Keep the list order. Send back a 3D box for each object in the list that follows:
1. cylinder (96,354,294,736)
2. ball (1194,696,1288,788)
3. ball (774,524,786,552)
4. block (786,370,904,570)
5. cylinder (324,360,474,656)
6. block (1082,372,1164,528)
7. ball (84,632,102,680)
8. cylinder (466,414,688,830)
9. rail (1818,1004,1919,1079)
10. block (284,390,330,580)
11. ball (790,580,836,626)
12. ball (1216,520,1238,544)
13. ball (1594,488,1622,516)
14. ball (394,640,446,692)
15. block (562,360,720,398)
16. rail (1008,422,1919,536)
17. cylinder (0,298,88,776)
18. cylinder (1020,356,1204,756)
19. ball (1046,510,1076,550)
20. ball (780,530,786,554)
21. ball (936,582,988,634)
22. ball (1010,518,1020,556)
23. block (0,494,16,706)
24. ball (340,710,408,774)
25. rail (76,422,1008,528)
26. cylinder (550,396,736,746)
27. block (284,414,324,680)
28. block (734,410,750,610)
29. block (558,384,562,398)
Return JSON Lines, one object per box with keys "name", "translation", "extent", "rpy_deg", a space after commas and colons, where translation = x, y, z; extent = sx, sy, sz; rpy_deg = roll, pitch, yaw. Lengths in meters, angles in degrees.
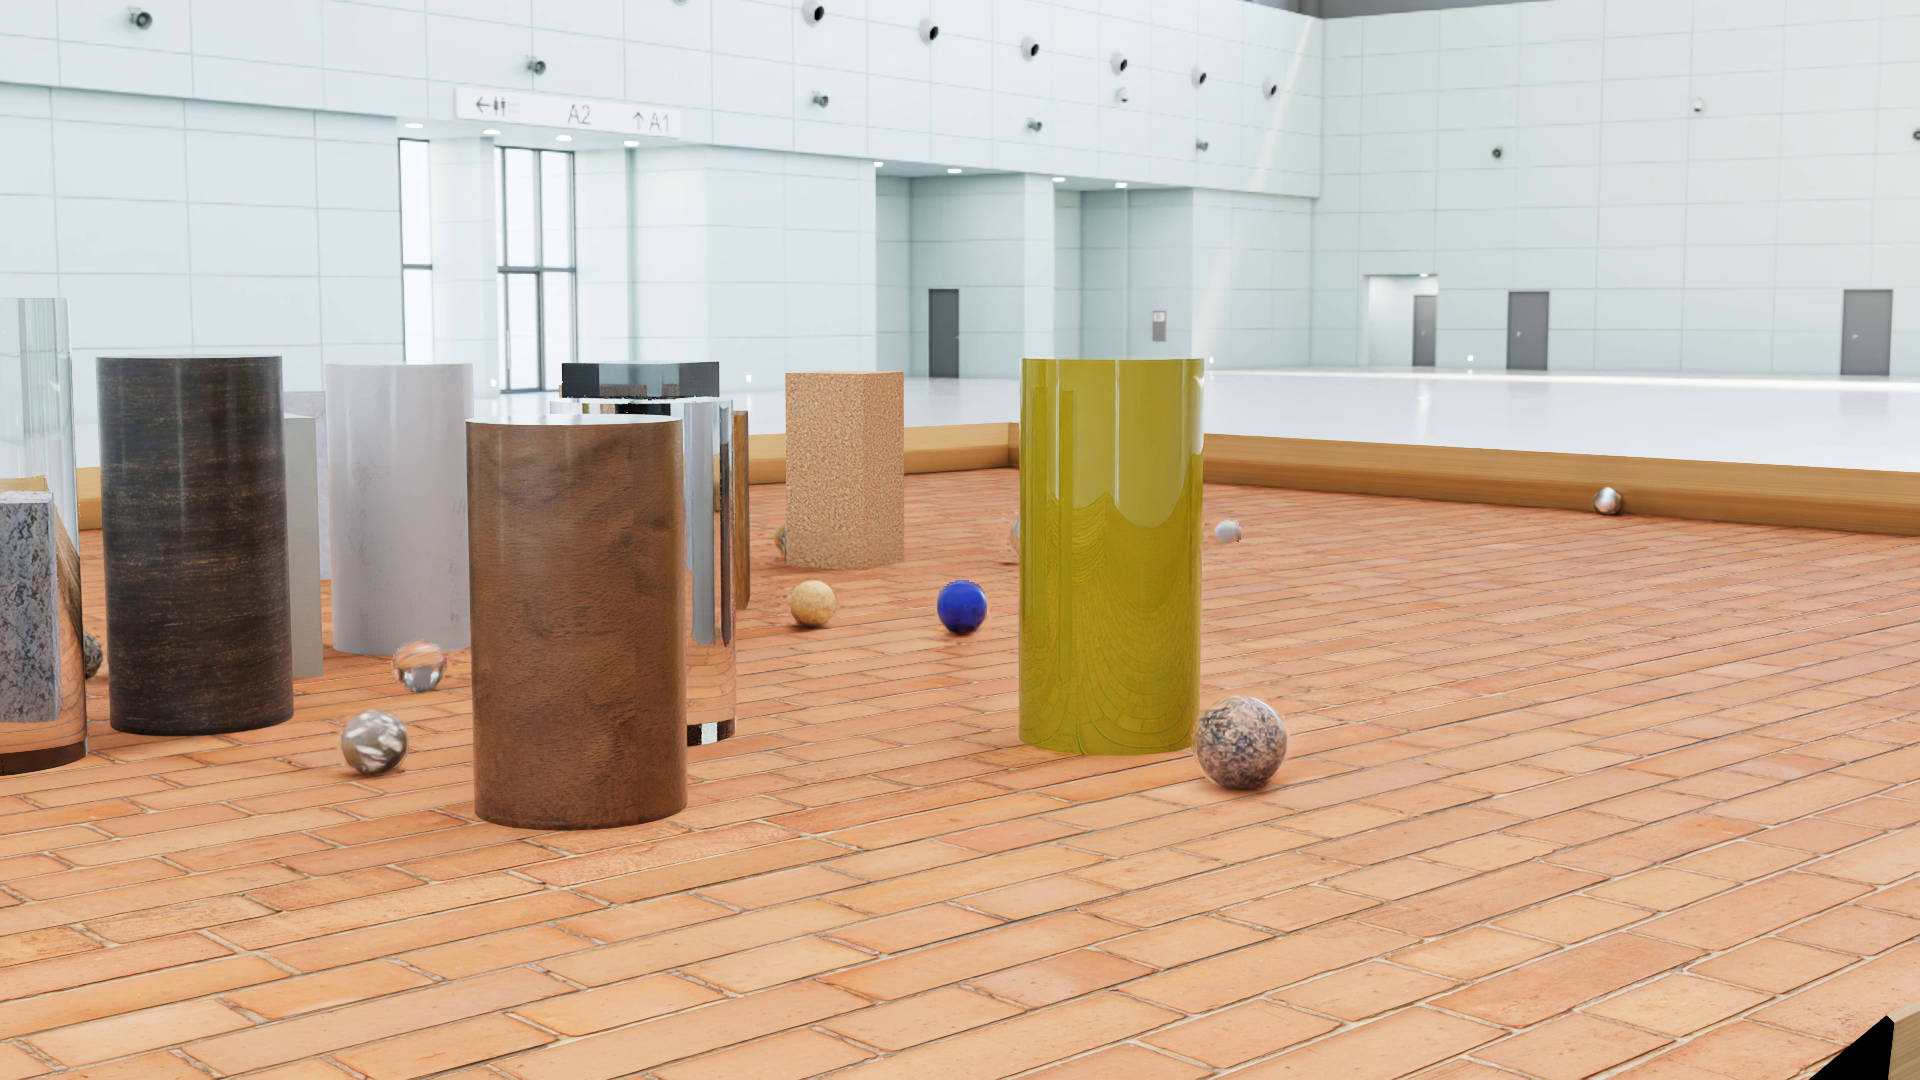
{"name": "cylinder", "translation": [-0.820, -0.001, 2.364], "extent": [0.189, 0.393, 0.189], "rpy_deg": [0, 6, 0]}
{"name": "ball", "translation": [0.260, 0.188, 2.041], "extent": [0.086, 0.086, 0.086], "rpy_deg": [0, 6, 0]}
{"name": "ball", "translation": [-0.309, -0.003, 3.985], "extent": [0.056, 0.056, 0.056], "rpy_deg": [0, 6, 0]}
{"name": "block", "translation": [-0.199, -0.124, 3.818], "extent": [0.151, 0.333, 0.151], "rpy_deg": [3, 7, 25]}
{"name": "cylinder", "translation": [-0.734, -0.047, 2.899], "extent": [0.189, 0.372, 0.189], "rpy_deg": [0, 6, 0]}
{"name": "block", "translation": [0.332, -0.185, 4.502], "extent": [0.151, 0.310, 0.151], "rpy_deg": [0, 6, -1]}
{"name": "ball", "translation": [-1.054, 0.138, 2.616], "extent": [0.064, 0.064, 0.064], "rpy_deg": [0, 6, 0]}
{"name": "cylinder", "translation": [-0.339, 0.066, 1.953], "extent": [0.189, 0.347, 0.189], "rpy_deg": [0, 6, 0]}
{"name": "rail", "translation": [1.345, 0.185, 1.883], "extent": [4.073, 0.122, 0.045], "rpy_deg": [-6, 8, -42]}
{"name": "block", "translation": [-1.074, -0.093, 3.664], "extent": [0.151, 0.304, 0.151], "rpy_deg": [-2, 7, -22]}
{"name": "ball", "translation": [-0.205, 0.089, 3.074], "extent": [0.065, 0.065, 0.065], "rpy_deg": [0, 6, 0]}
{"name": "ball", "translation": [0.505, -0.015, 4.158], "extent": [0.044, 0.044, 0.044], "rpy_deg": [0, 6, 0]}
{"name": "ball", "translation": [1.393, -0.083, 4.732], "extent": [0.058, 0.058, 0.058], "rpy_deg": [0, 6, 0]}
{"name": "ball", "translation": [-0.628, 0.146, 2.557], "extent": [0.060, 0.060, 0.060], "rpy_deg": [0, 6, 0]}
{"name": "block", "translation": [-0.422, -0.050, 2.931], "extent": [0.151, 0.372, 0.151], "rpy_deg": [3, 7, 23]}
{"name": "rail", "translation": [1.479, -0.112, 4.690], "extent": [0.045, 0.122, 4.014], "rpy_deg": [-6, 8, -42]}
{"name": "cylinder", "translation": [-0.963, -0.009, 2.152], "extent": [0.189, 0.453, 0.189], "rpy_deg": [0, 6, 0]}
{"name": "cylinder", "translation": [0.155, 0.009, 2.265], "extent": [0.189, 0.393, 0.189], "rpy_deg": [0, 6, 0]}
{"name": "ball", "translation": [0.173, -0.017, 4.022], "extent": [0.077, 0.077, 0.077], "rpy_deg": [0, 6, 0]}
{"name": "ball", "translation": [-0.291, 0.004, 3.907], "extent": [0.059, 0.059, 0.059], "rpy_deg": [0, 6, 0]}
{"name": "ball", "translation": [0.003, 0.093, 3.011], "extent": [0.071, 0.071, 0.071], "rpy_deg": [0, 6, 0]}
{"name": "ball", "translation": [0.134, -0.005, 3.835], "extent": [0.092, 0.092, 0.092], "rpy_deg": [0, 6, 0]}
{"name": "block", "translation": [-1.164, 0.071, 2.427], "extent": [0.151, 0.237, 0.151], "rpy_deg": [2, 6, 20]}
{"name": "ball", "translation": [-0.560, 0.193, 2.103], "extent": [0.062, 0.062, 0.062], "rpy_deg": [0, 6, 0]}
{"name": "rail", "translation": [-1.345, -0.121, 4.782], "extent": [4.073, 0.122, 0.045], "rpy_deg": [-6, 8, -42]}
{"name": "cylinder", "translation": [-0.330, 0.028, 2.295], "extent": [0.189, 0.349, 0.189], "rpy_deg": [0, 6, 0]}
{"name": "block", "translation": [-0.875, 0.007, 2.669], "extent": [0.151, 0.313, 0.151], "rpy_deg": [-4, 7, -32]}
{"name": "block", "translation": [-0.396, -0.047, 3.305], "extent": [0.151, 0.288, 0.151], "rpy_deg": [0, 6, -3]}
{"name": "block", "translation": [-0.731, -0.184, 4.612], "extent": [0.151, 0.285, 0.151], "rpy_deg": [4, 7, 33]}
